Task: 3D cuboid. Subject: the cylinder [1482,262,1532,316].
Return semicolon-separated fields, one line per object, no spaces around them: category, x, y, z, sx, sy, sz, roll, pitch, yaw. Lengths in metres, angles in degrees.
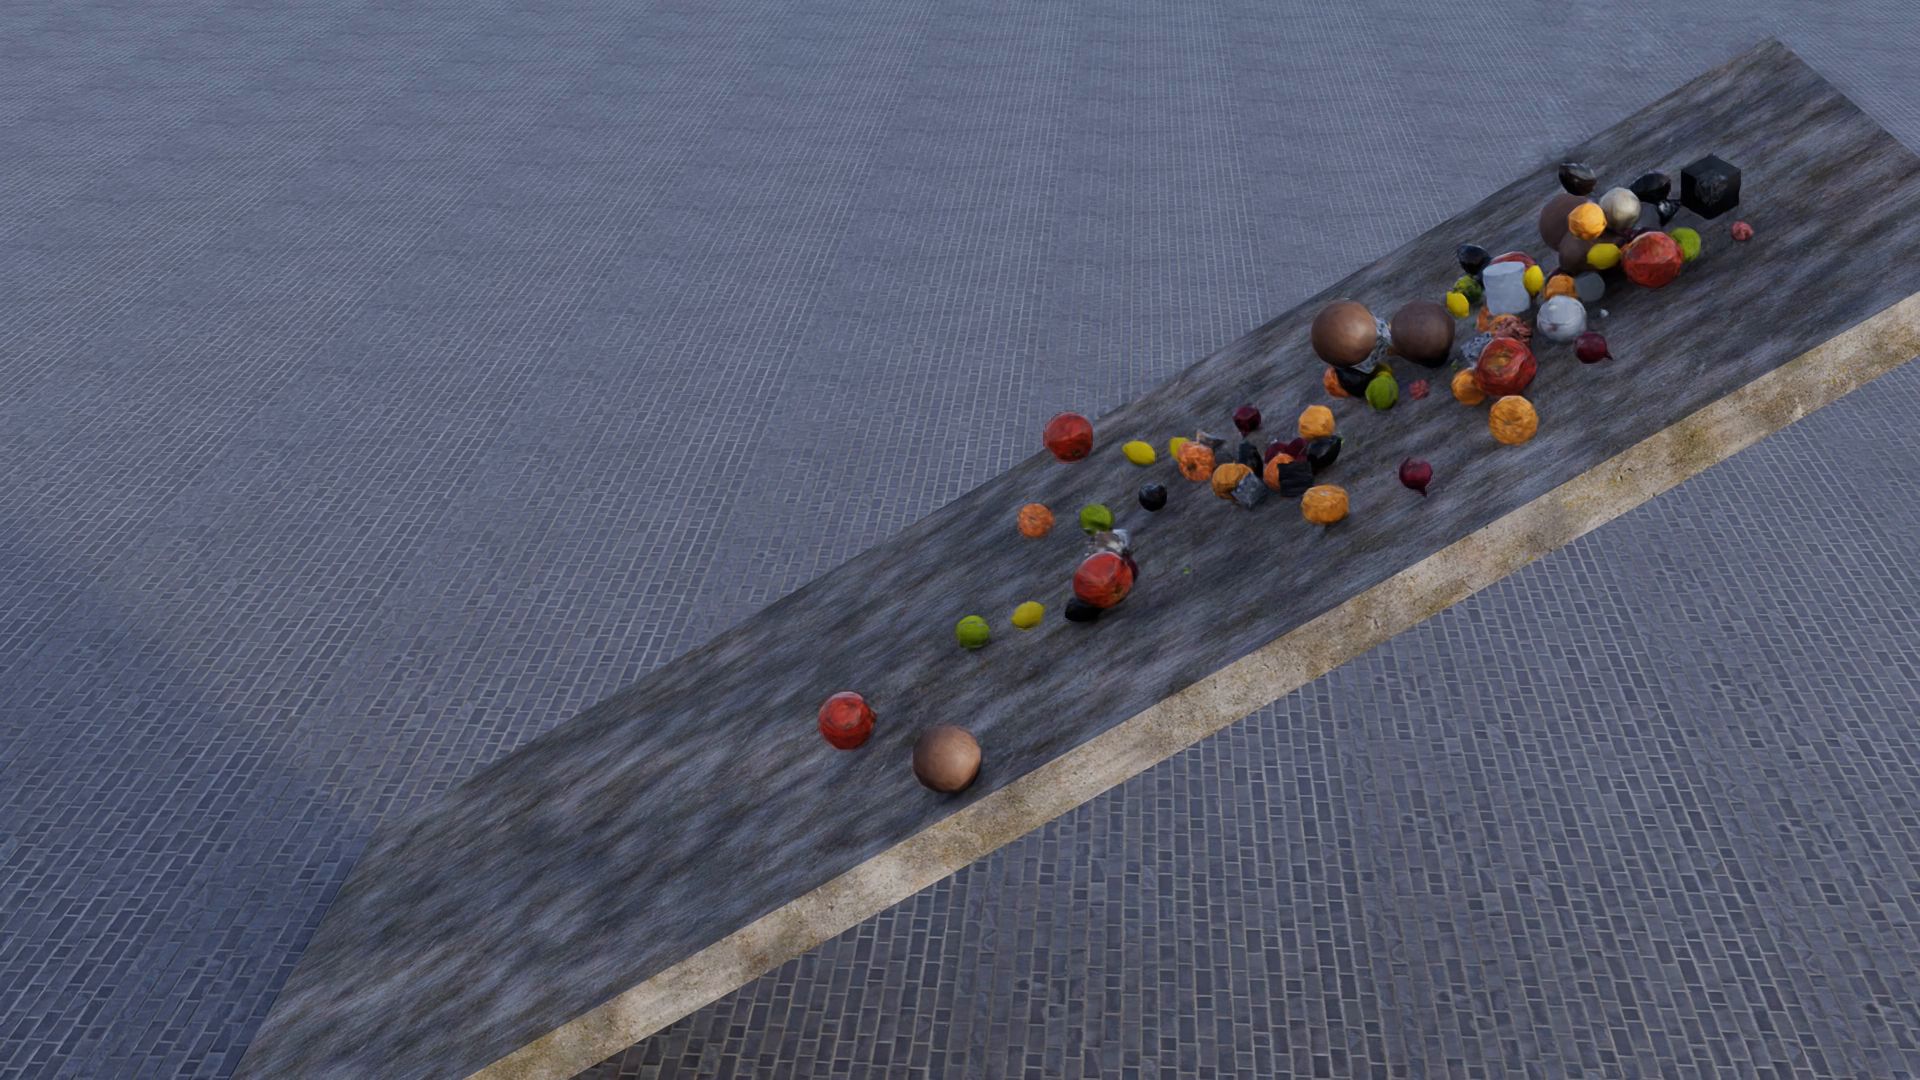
cylinder;1.091;-0.503;5.873;0.085;0.085;0.085;-12;20;4

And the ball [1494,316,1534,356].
ball;1.086;-0.400;5.769;0.075;0.075;0.075;0;19;0

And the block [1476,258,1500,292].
block;1.123;-0.550;6.165;0.053;0.053;0.053;25;-13;39

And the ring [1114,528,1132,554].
ring;0.310;0.018;6.154;0.110;0.037;0.110;-34;14;10

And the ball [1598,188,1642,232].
ball;1.308;-0.655;5.835;0.086;0.086;0.086;0;19;0

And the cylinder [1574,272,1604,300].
cylinder;1.236;-0.498;5.775;0.056;0.056;0.056;4;6;10

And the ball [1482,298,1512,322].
ball;1.106;-0.480;6.046;0.063;0.063;0.063;0;19;0

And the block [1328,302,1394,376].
block;0.829;-0.417;6.090;0.090;0.090;0.090;26;29;-17

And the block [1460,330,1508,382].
block;1.036;-0.364;5.817;0.064;0.064;0.064;-29;15;13

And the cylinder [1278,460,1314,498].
cylinder;0.658;-0.119;5.761;0.065;0.065;0.065;-6;-2;0

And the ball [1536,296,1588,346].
ball;1.164;-0.425;5.684;0.097;0.097;0.097;0;19;0

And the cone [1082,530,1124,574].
cone;0.277;0.013;6.065;0.092;0.092;0.092;-6;18;-18

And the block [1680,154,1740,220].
block;1.470;-0.692;5.765;0.080;0.080;0.080;-28;43;-21

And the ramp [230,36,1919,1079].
ramp;0.141;0.169;6.289;4.000;0.100;2.000;-29;15;13

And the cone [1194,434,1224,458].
cone;0.551;-0.212;6.408;0.063;0.063;0.063;-20;21;-2

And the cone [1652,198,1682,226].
cone;1.451;-0.680;5.994;0.065;0.065;0.065;-20;17;10

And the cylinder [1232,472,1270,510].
cylinder;0.583;-0.098;5.895;0.056;0.056;0.056;41;10;-9
